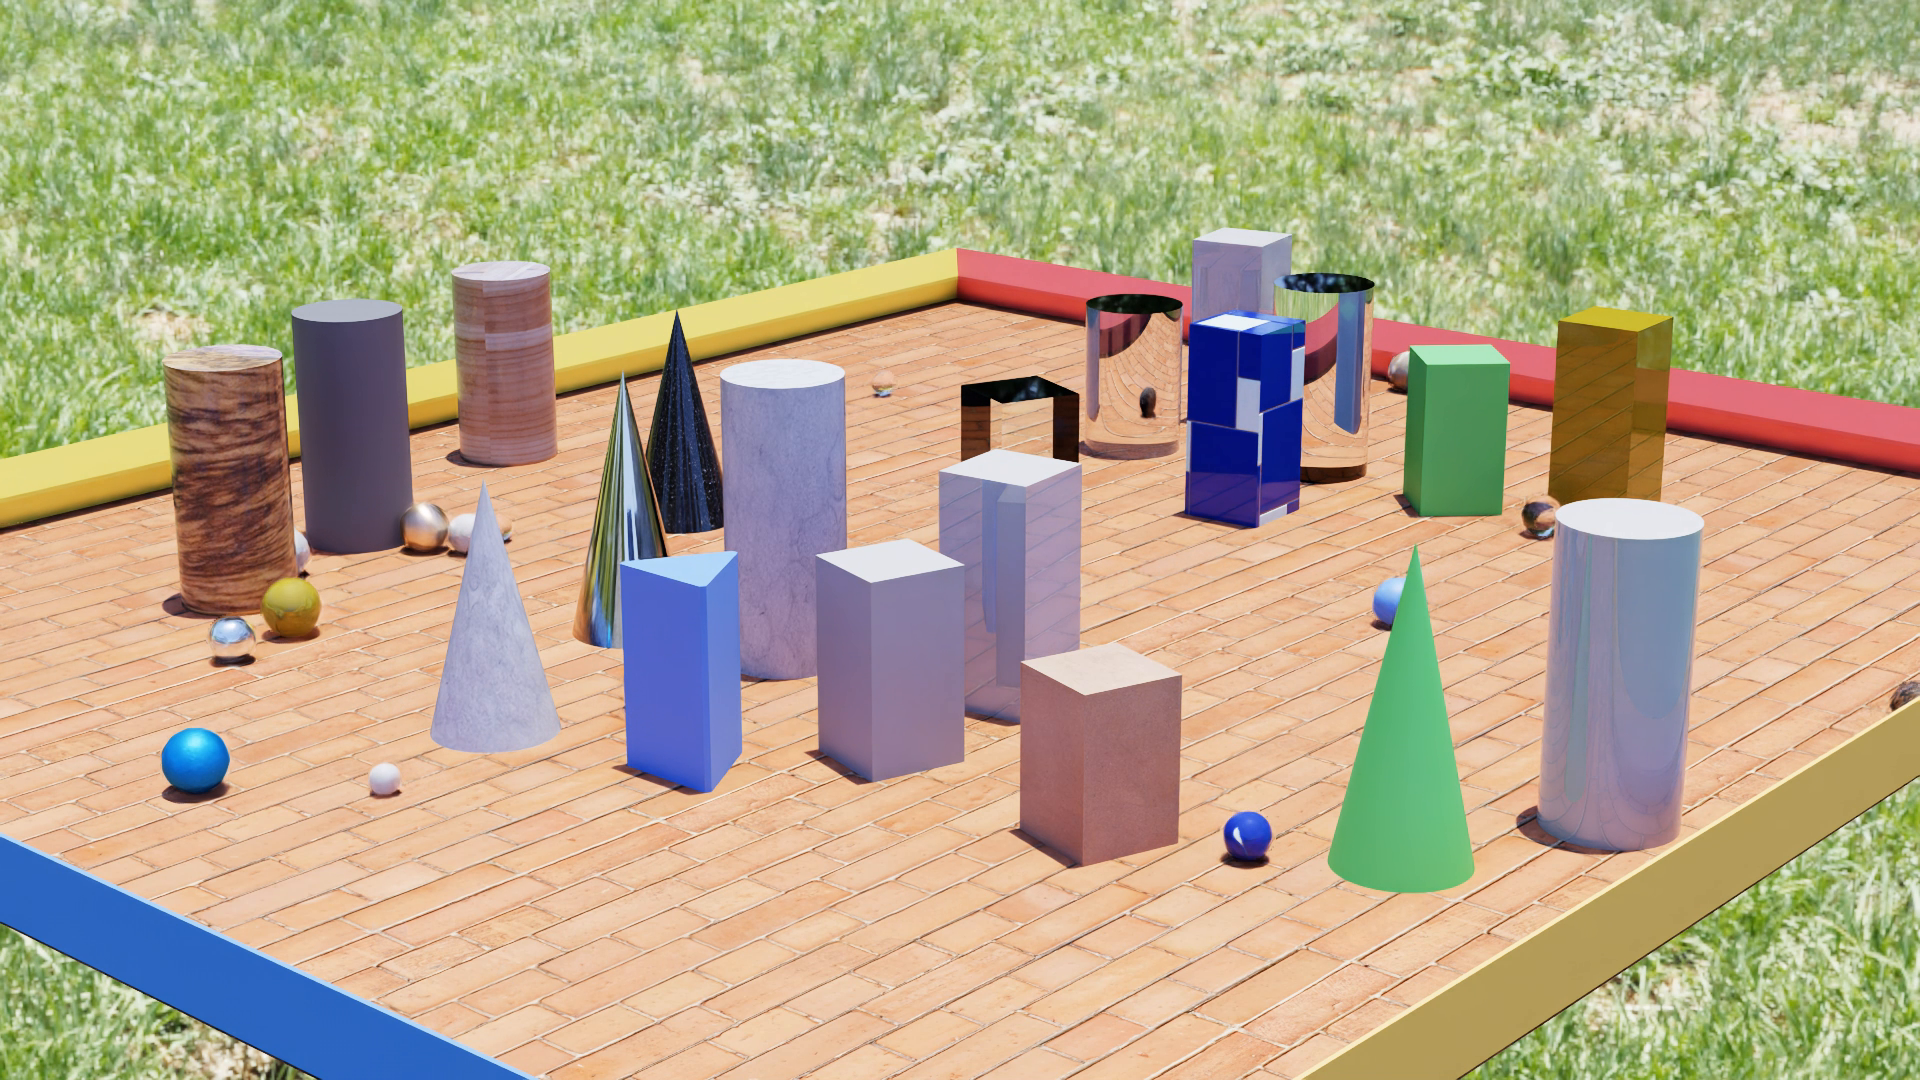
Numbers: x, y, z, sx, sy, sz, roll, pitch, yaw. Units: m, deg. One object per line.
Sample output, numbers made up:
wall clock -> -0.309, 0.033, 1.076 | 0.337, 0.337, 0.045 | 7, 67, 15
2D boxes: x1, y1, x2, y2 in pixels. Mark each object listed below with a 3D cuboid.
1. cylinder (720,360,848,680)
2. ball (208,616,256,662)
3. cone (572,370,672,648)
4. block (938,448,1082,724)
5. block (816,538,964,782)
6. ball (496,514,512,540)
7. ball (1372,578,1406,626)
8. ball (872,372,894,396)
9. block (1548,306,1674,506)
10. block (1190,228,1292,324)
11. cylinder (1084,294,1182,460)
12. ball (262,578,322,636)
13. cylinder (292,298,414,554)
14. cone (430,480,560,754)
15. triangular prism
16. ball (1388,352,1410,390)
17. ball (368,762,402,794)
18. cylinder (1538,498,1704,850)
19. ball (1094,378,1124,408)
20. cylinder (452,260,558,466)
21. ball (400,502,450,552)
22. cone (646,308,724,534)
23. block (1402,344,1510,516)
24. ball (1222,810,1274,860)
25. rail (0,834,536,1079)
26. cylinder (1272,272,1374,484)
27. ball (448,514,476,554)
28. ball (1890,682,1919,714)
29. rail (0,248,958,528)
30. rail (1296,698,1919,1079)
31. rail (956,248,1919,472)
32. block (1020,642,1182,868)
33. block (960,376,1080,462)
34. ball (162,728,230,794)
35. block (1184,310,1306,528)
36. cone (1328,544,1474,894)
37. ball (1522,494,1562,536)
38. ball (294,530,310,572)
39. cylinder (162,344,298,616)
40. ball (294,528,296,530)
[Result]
cylinder -> -0.282, -0.035, 4.737 | 0.199, 0.481, 0.199 | 0, 17, 0
ball -> -1.189, 0.162, 4.789 | 0.075, 0.075, 0.075 | 0, 17, 0
cone -> -0.555, -0.064, 4.885 | 0.199, 0.452, 0.199 | 0, 17, 0
block -> 0.078, 0.070, 4.564 | 0.159, 0.380, 0.159 | 11, 20, 33
block -> -0.103, 0.176, 4.340 | 0.159, 0.306, 0.159 | -10, 20, -31
ball -> -0.857, -0.023, 5.441 | 0.053, 0.053, 0.053 | 0, 17, 0
ball -> 0.740, 0.105, 4.965 | 0.083, 0.083, 0.083 | 0, 17, 0
ball -> -0.171, -0.347, 6.519 | 0.052, 0.052, 0.052 | 0, 17, 0
block -> 1.227, -0.228, 5.538 | 0.159, 0.389, 0.159 | 12, 21, 35
block -> 0.600, -0.454, 6.276 | 0.159, 0.395, 0.159 | 9, 19, 28
cylinder -> 0.358, -0.339, 6.055 | 0.199, 0.303, 0.199 | 0, 17, 0
ball -> -1.120, 0.112, 4.914 | 0.098, 0.098, 0.098 | 0, 17, 0
cylinder -> -1.117, -0.211, 5.404 | 0.199, 0.433, 0.199 | 0, 17, 0
cone -> -0.711, 0.099, 4.431 | 0.199, 0.402, 0.199 | 0, 17, 0
triangular prism -> -0.379, 0.183, 4.303 | 0.172, 0.313, 0.149 | 14, 22, 39
ball -> 1.000, -0.377, 6.555 | 0.088, 0.088, 0.088 | 0, 17, 0
ball -> -0.830, 0.344, 4.232 | 0.046, 0.046, 0.046 | 0, 17, 0
cylinder -> 0.913, 0.185, 4.065 | 0.199, 0.448, 0.199 | 0, 17, 0
ball -> 0.325, -0.322, 6.413 | 0.063, 0.063, 0.063 | 0, 17, 0
cylinder -> -0.929, -0.361, 5.987 | 0.199, 0.385, 0.199 | 0, 17, 0
ball -> -0.982, -0.024, 5.381 | 0.089, 0.089, 0.089 | 0, 17, 0
cone -> -0.528, -0.236, 5.528 | 0.199, 0.410, 0.199 | 0, 17, 0
block -> 0.954, -0.212, 5.642 | 0.159, 0.298, 0.159 | -1, 17, -3
ball -> 0.392, 0.403, 3.998 | 0.068, 0.068, 0.068 | 0, 17, 0
rail -> -1.210, 0.434, 3.786 | 3.271, 0.129, 0.045 | 14, 22, 39
cylinder -> 0.722, -0.325, 5.866 | 0.199, 0.385, 0.199 | 0, 17, 0
ball -> -0.902, -0.012, 5.367 | 0.074, 0.074, 0.074 | 0, 17, 0
ball -> 1.462, 0.253, 4.496 | 0.069, 0.069, 0.069 | 0, 17, 0
rail -> -1.217, -0.272, 6.132 | 0.045, 0.129, 3.738 | 14, 22, 39
rail -> 1.217, 0.337, 4.108 | 0.045, 0.129, 3.738 | 14, 22, 39
rail -> 1.210, -0.369, 6.454 | 3.271, 0.129, 0.045 | 14, 22, 39
block -> 0.193, 0.294, 4.049 | 0.159, 0.248, 0.159 | -10, 19, -30
block -> 0.109, -0.131, 5.373 | 0.159, 0.298, 0.159 | -8, 19, -26
ball -> -1.104, 0.318, 4.233 | 0.095, 0.095, 0.095 | 0, 17, 0
block -> 0.542, -0.233, 5.581 | 0.159, 0.372, 0.159 | 12, 21, 35
cone -> 0.600, 0.221, 3.925 | 0.199, 0.459, 0.199 | 0, 17, 0
ball -> 1.088, -0.046, 5.475 | 0.077, 0.077, 0.077 | 0, 17, 0
ball -> -1.205, 0.021, 5.232 | 0.088, 0.088, 0.088 | 0, 17, 0
cylinder -> -1.255, -0.104, 5.050 | 0.199, 0.432, 0.199 | 0, 17, 0
ball -> -1.228, 0.006, 5.308 | 0.073, 0.073, 0.073 | 0, 17, 0
